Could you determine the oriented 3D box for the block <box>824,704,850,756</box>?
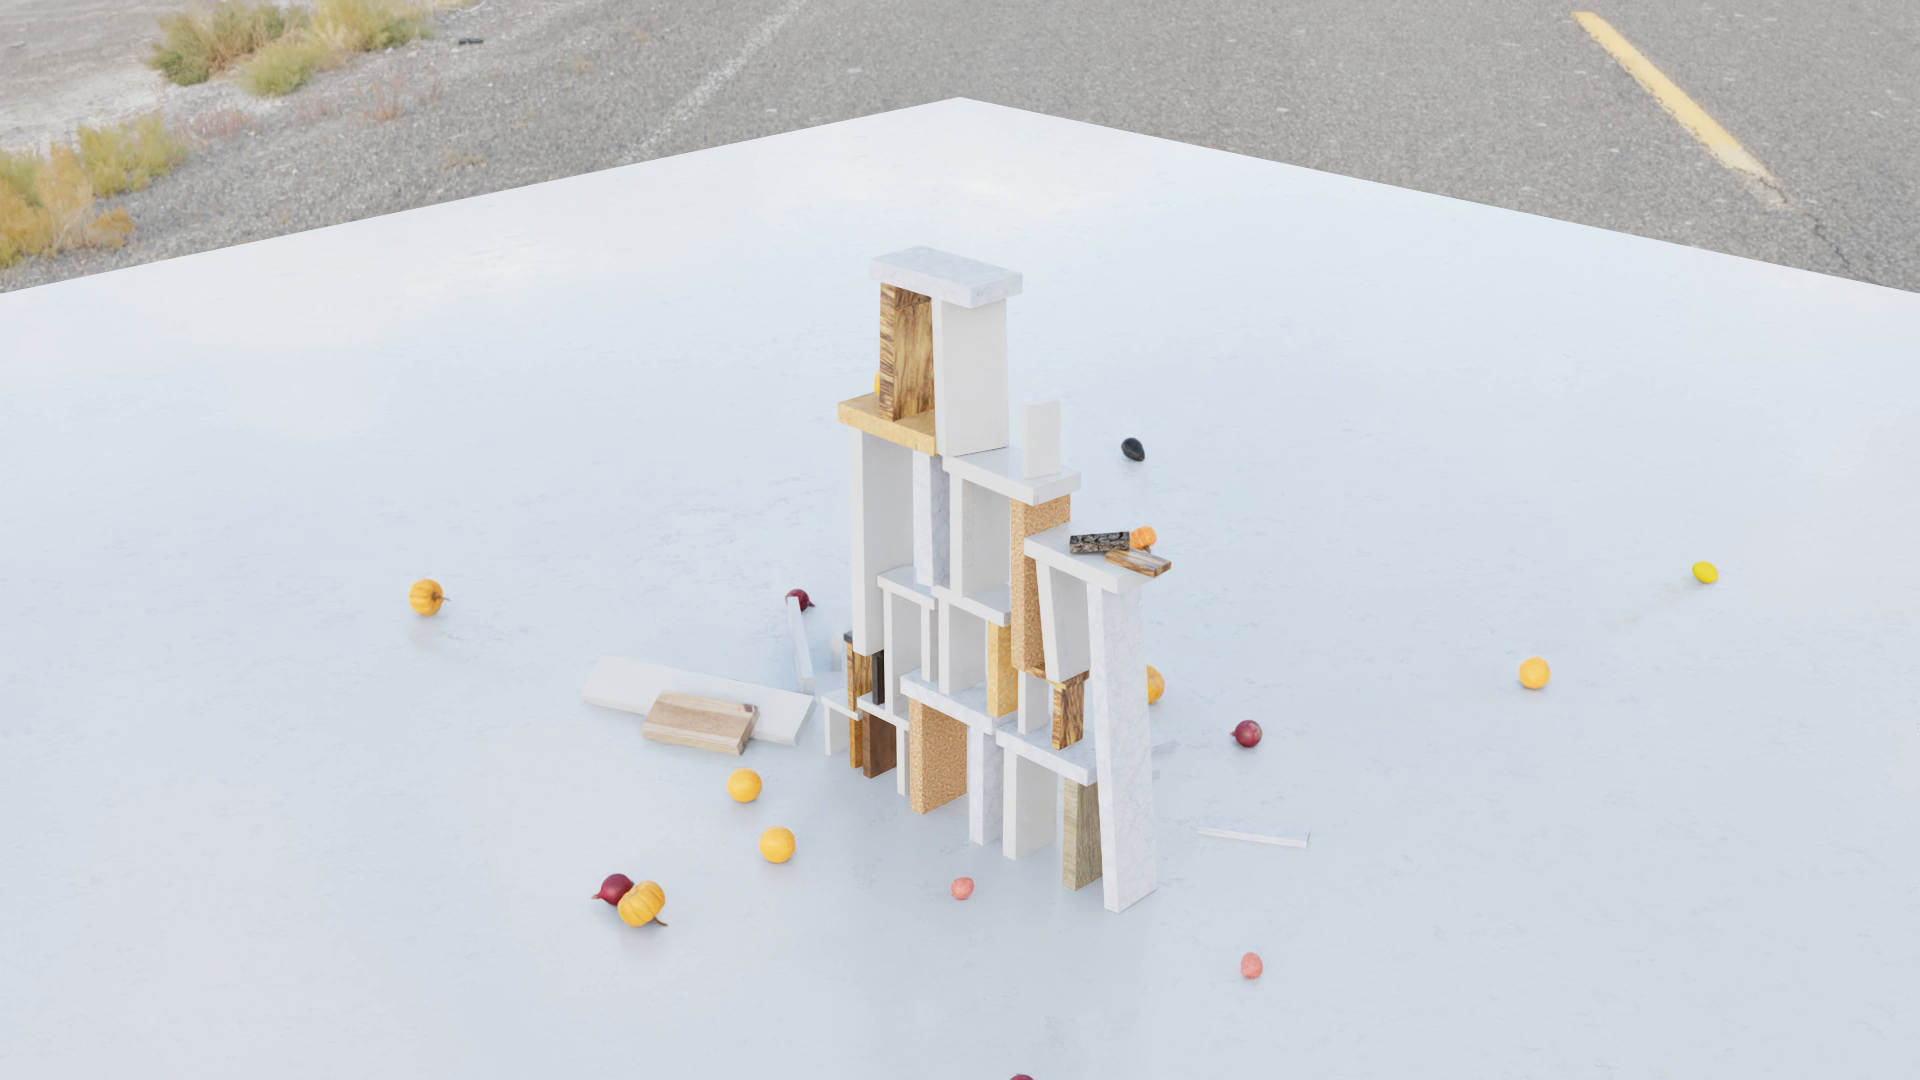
[{"bbox_3d":[-0.260,0.396,4.678,0.059,0.117,0.017,-20,30,-40],"label":"block"}]

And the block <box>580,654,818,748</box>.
[{"bbox_3d":[-0.578,0.350,4.831,0.534,0.032,0.114,10,53,21],"label":"block"}]

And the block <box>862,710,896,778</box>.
[{"bbox_3d":[-0.167,0.413,4.589,0.077,0.155,0.022,-21,31,-40],"label":"block"}]

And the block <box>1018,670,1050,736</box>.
[{"bbox_3d":[0.140,0.299,4.196,0.066,0.132,0.019,-21,31,-41],"label":"block"}]

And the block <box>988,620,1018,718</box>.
[{"bbox_3d":[0.098,0.232,4.214,0.100,0.200,0.028,-20,30,-39],"label":"block"}]

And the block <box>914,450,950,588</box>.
[{"bbox_3d":[-0.029,-0.060,4.228,0.038,0.271,0.135,15,27,34],"label":"block"}]

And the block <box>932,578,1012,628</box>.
[{"bbox_3d":[0.050,0.109,4.212,0.100,0.028,0.200,-20,30,-39],"label":"block"}]

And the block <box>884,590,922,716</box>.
[{"bbox_3d":[-0.115,0.215,4.446,0.081,0.277,0.023,-21,31,-40],"label":"block"}]

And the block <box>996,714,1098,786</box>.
[{"bbox_3d":[0.194,0.393,4.188,0.118,0.033,0.236,-21,31,-40],"label":"block"}]

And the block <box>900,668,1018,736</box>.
[{"bbox_3d":[0.016,0.306,4.341,0.127,0.036,0.255,-21,31,-40],"label":"block"}]

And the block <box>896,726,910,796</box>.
[{"bbox_3d":[-0.094,0.442,4.521,0.077,0.155,0.022,-21,31,-40],"label":"block"}]

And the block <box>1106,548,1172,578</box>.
[{"bbox_3d":[0.316,0.037,3.898,0.106,0.015,0.053,20,30,37],"label":"block"}]

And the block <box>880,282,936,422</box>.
[{"bbox_3d":[-0.090,-0.371,4.168,0.135,0.269,0.038,-21,33,-40],"label":"block"}]

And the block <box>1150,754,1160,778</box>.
[{"bbox_3d":[0.344,0.479,4.606,0.139,0.020,0.069,-4,23,-8],"label":"block"}]

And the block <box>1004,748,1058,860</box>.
[{"bbox_3d":[0.138,0.496,4.290,0.033,0.236,0.118,21,31,41],"label":"block"}]

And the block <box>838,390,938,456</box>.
[{"bbox_3d":[-0.095,-0.229,4.229,0.135,0.038,0.271,-21,30,-40],"label":"block"}]

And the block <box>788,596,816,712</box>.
[{"bbox_3d":[-0.365,0.258,5.045,0.024,0.085,0.432,-3,23,-8],"label":"block"}]

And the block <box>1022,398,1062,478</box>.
[{"bbox_3d":[0.147,-0.184,3.974,0.069,0.139,0.020,-11,23,-24],"label":"block"}]

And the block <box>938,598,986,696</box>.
[{"bbox_3d":[0.004,0.195,4.301,0.100,0.200,0.028,-21,31,-40],"label":"block"}]

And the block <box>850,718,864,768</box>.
[{"bbox_3d":[-0.205,0.417,4.627,0.058,0.117,0.017,-21,31,-40],"label":"block"}]

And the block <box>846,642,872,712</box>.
[{"bbox_3d":[-0.207,0.276,4.568,0.056,0.156,0.016,-21,31,-40],"label":"block"}]

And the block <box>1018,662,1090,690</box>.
[{"bbox_3d":[0.172,0.242,4.139,0.132,0.019,0.066,21,31,41],"label":"block"}]

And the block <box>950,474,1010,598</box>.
[{"bbox_3d":[0.038,-0.022,4.173,0.122,0.244,0.035,-19,29,-37],"label":"block"}]

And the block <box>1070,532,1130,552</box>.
[{"bbox_3d":[0.251,0.004,3.949,0.106,0.015,0.053,-4,18,7],"label":"block"}]

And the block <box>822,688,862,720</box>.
[{"bbox_3d":[-0.232,0.345,4.628,0.058,0.017,0.117,-21,30,-40],"label":"block"}]

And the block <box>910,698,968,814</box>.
[{"bbox_3d":[-0.043,0.417,4.453,0.127,0.255,0.036,-21,31,-41],"label":"block"}]

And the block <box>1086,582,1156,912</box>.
[{"bbox_3d":[0.300,0.370,4.052,0.033,0.653,0.117,13,26,41],"label":"block"}]

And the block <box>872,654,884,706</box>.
[{"bbox_3d":[-0.154,0.278,4.510,0.056,0.112,0.016,-20,30,-40],"label":"block"}]

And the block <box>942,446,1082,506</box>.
[{"bbox_3d":[0.095,-0.127,4.063,0.122,0.035,0.244,-19,30,-38],"label":"block"}]

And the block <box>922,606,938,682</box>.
[{"bbox_3d":[-0.039,0.193,4.353,0.081,0.163,0.023,-21,31,-40],"label":"block"}]

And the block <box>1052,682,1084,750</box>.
[{"bbox_3d":[0.204,0.324,4.139,0.066,0.132,0.019,-21,32,-41],"label":"block"}]

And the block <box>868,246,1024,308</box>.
[{"bbox_3d":[-0.028,-0.486,4.044,0.135,0.038,0.269,-21,31,-40],"label":"block"}]

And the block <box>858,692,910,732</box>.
[{"bbox_3d":[-0.131,0.346,4.520,0.077,0.022,0.155,-21,31,-40],"label":"block"}]

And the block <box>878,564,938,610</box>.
[{"bbox_3d":[-0.078,0.092,4.352,0.081,0.023,0.163,-21,31,-40],"label":"block"}]

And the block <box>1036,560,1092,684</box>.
[{"bbox_3d":[0.202,0.135,4.066,0.117,0.233,0.033,-21,23,-40],"label":"block"}]

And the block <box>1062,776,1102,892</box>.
[{"bbox_3d":[0.249,0.540,4.187,0.033,0.236,0.118,21,31,41],"label":"block"}]

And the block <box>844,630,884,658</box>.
[{"bbox_3d":[-0.180,0.208,4.510,0.056,0.016,0.112,-21,31,-40],"label":"block"}]

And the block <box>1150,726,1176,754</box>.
[{"bbox_3d":[0.384,0.438,4.703,0.139,0.020,0.069,-13,26,-27],"label":"block"}]

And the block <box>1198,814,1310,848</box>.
[{"bbox_3d":[0.584,0.579,4.377,0.217,0.015,0.053,6,24,14],"label":"block"}]

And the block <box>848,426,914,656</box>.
[{"bbox_3d":[-0.155,-0.012,4.387,0.135,0.485,0.038,-21,31,-40],"label":"block"}]

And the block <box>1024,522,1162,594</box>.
[{"bbox_3d":[0.239,0.031,3.970,0.117,0.033,0.233,-20,31,-39],"label":"block"}]

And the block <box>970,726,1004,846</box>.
[{"bbox_3d":[0.077,0.463,4.343,0.127,0.255,0.036,-21,31,-40],"label":"block"}]

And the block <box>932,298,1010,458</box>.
[{"bbox_3d":[0.021,-0.310,4.065,0.135,0.300,0.038,-12,22,-26],"label":"block"}]

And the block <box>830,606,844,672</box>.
[{"bbox_3d":[-0.284,0.229,5.112,0.024,0.085,0.170,0,23,-1],"label":"block"}]

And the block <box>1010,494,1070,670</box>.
[{"bbox_3d":[0.150,0.065,4.092,0.122,0.343,0.035,-20,29,-39],"label":"block"}]

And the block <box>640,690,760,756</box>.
[{"bbox_3d":[-0.559,0.393,4.738,0.229,0.032,0.114,8,49,19],"label":"block"}]
